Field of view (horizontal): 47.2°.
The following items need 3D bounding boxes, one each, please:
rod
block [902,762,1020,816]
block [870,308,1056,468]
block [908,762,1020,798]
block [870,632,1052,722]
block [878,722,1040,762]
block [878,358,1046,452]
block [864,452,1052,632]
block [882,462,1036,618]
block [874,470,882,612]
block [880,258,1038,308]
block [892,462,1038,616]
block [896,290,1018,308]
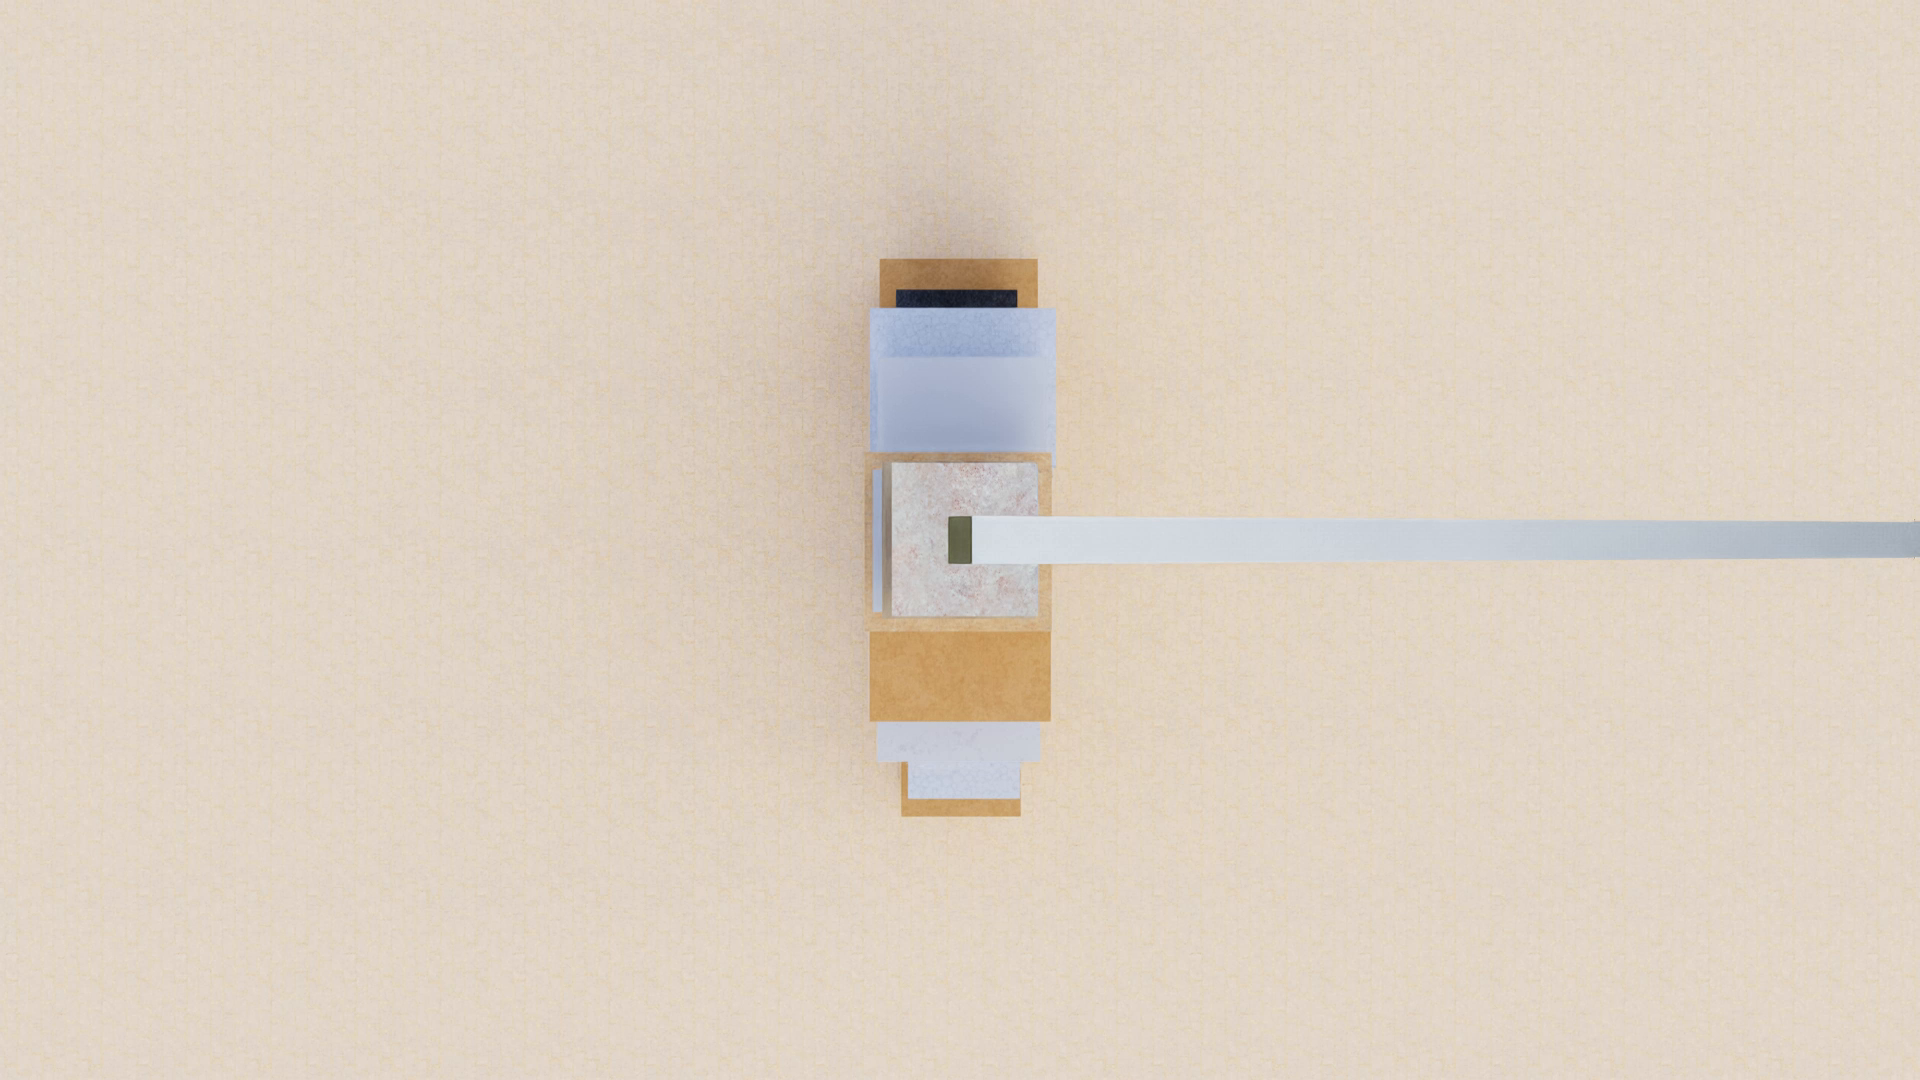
[{"bbox_3d":[2.234,0.000,5.012,5.200,0.080,0.080,0,90,-31],"label":"rod"},{"bbox_3d":[0.005,1.240,12.707,0.674,0.587,0.642,0,90,0],"label":"block"},{"bbox_3d":[0.015,-0.732,10.932,0.891,0.818,0.757,0,90,0],"label":"block"},{"bbox_3d":[0.020,1.056,11.787,0.585,0.617,0.551,0,94,0],"label":"block"},{"bbox_3d":[0.001,0.383,10.180,0.808,0.796,0.834,0,92,0],"label":"block"},{"bbox_3d":[-0.006,0.721,11.008,0.792,0.652,0.711,0,90,0],"label":"block"},{"bbox_3d":[0.009,-0.453,10.222,0.760,0.600,0.752,0,91,0],"label":"block"},{"bbox_3d":[-0.008,0.010,9.370,0.764,0.800,0.732,0,90,0],"label":"block"},{"bbox_3d":[-0.005,0.002,8.132,0.551,0.460,0.565,0,90,0],"label":"block"},{"bbox_3d":[-0.016,0.006,8.666,0.628,0.608,0.542,0,90,0],"label":"block"},{"bbox_3d":[-0.007,-1.117,12.604,0.878,0.791,0.889,0,90,0],"label":"block"},{"bbox_3d":[0.016,-0.001,7.684,0.493,0.436,0.520,0,90,0],"label":"block"},{"bbox_3d":[-0.018,-1.025,11.905,0.641,0.607,0.593,0,90,0],"label":"block"}]
